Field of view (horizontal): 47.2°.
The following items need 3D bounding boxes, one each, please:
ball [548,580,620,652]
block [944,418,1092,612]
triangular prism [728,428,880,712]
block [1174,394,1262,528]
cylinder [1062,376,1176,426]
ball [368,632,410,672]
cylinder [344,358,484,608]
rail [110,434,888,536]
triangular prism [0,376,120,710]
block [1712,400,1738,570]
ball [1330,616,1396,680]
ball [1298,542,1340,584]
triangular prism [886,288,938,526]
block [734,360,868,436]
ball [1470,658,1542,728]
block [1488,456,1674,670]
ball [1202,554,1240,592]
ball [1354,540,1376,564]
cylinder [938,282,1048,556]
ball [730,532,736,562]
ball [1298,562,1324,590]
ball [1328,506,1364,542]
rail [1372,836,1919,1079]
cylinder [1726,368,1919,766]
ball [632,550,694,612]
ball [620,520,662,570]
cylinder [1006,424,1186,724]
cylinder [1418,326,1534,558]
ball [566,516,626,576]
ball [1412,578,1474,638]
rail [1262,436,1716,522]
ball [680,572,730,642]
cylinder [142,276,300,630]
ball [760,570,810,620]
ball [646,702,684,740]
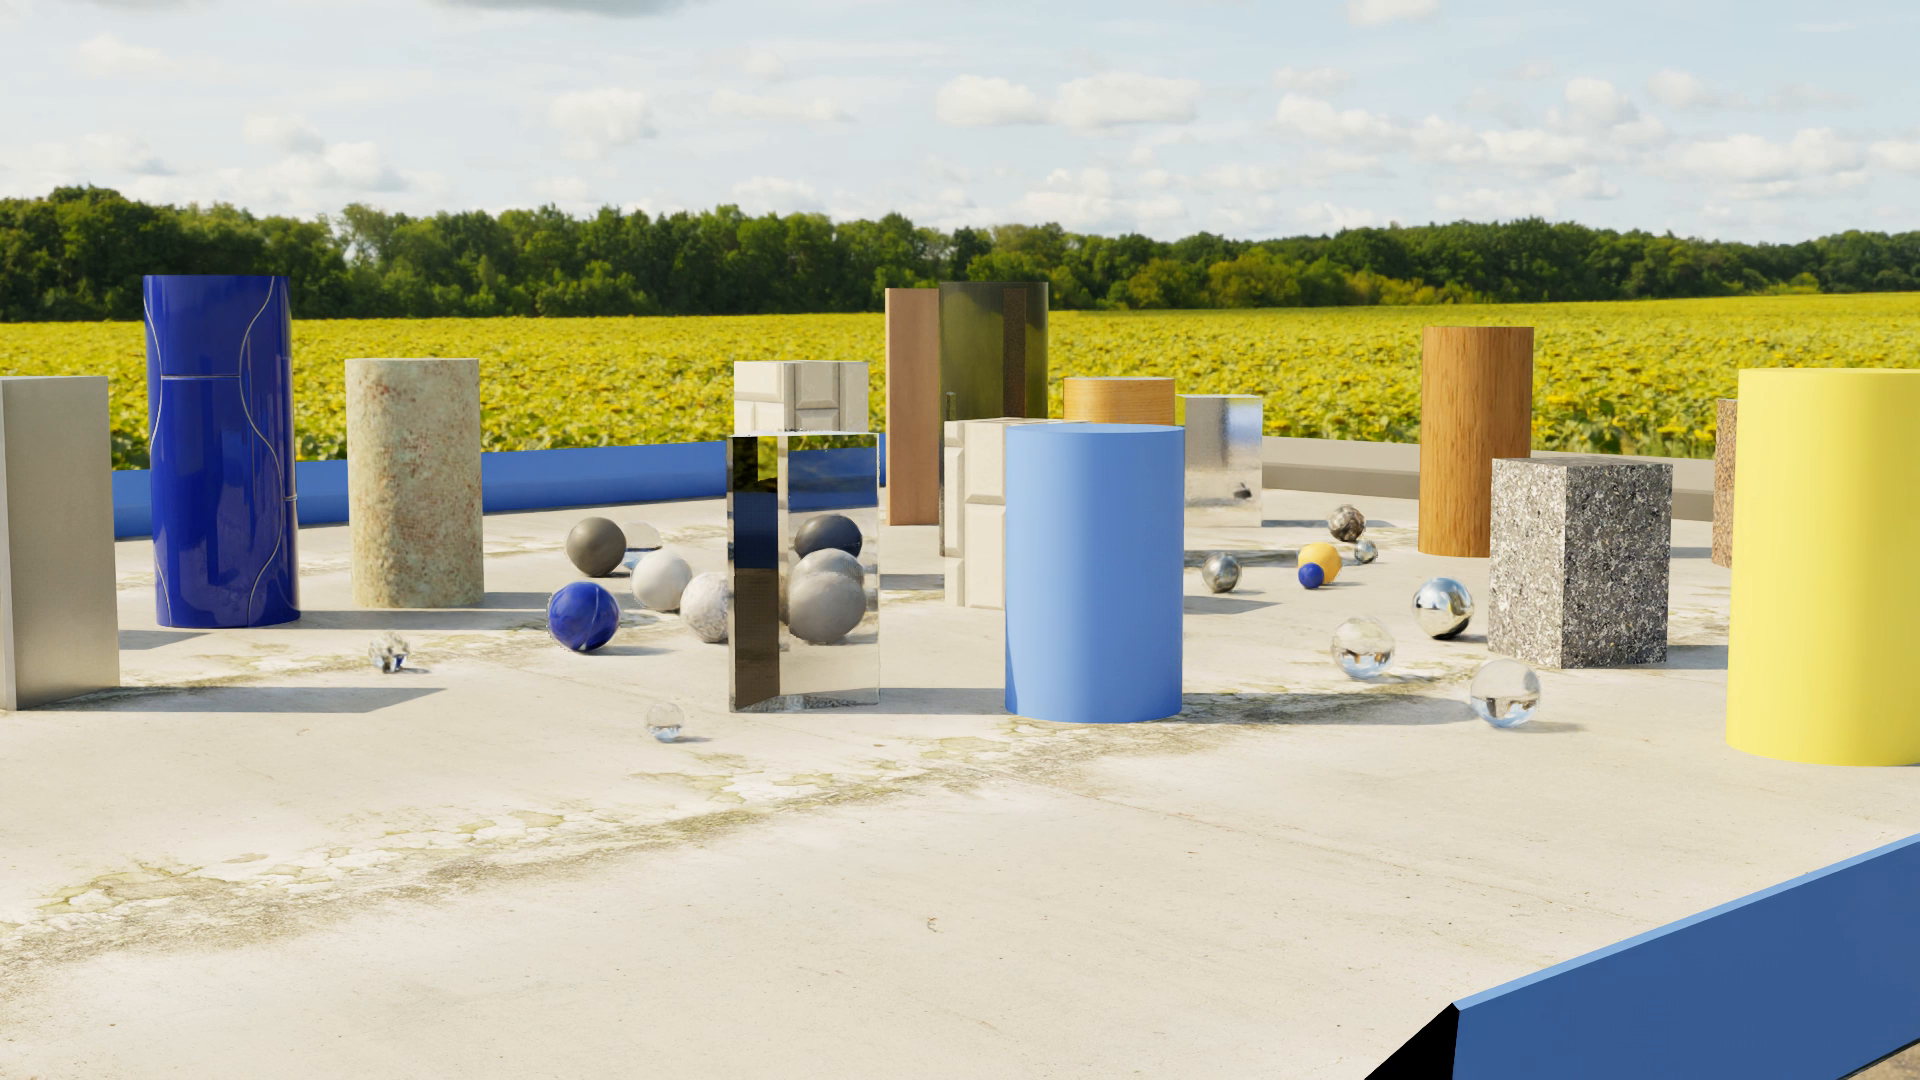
[{"bbox_3d":[-0.493,0.100,2.883,0.093,0.093,0.093,0,6,0],"label":"ball"},{"bbox_3d":[0.089,-0.041,3.342,0.160,0.279,0.160,4,7,36],"label":"block"},{"bbox_3d":[-0.197,0.029,2.527,0.173,0.308,0.150,-2,6,-19],"label":"triangular prism"},{"bbox_3d":[0.540,-0.168,4.614,0.160,0.268,0.160,0,6,-2],"label":"block"},{"bbox_3d":[0.283,-0.126,3.925,0.200,0.326,0.200,0,6,0],"label":"cylinder"},{"bbox_3d":[-0.707,0.139,2.723,0.049,0.049,0.049,0,6,0],"label":"ball"},{"bbox_3d":[-0.838,-0.092,3.382,0.200,0.371,0.200,0,6,0],"label":"cylinder"},{"bbox_3d":[-1.254,-0.107,4.683,4.148,0.130,0.045,-5,8,-42],"label":"rail"},{"bbox_3d":[-1.057,-0.004,2.550,0.150,0.369,0.173,-5,8,-40],"label":"triangular prism"},{"bbox_3d":[1.414,-0.096,3.810,0.160,0.290,0.160,0,6,0],"label":"block"},{"bbox_3d":[0.488,0.131,2.665,0.077,0.077,0.077,0,6,0],"label":"ball"},{"bbox_3d":[0.587,0.037,3.594,0.070,0.070,0.070,0,6,0],"label":"ball"},{"bbox_3d":[-0.098,-0.284,4.653,0.173,0.491,0.150,-2,6,-21],"label":"triangular prism"},{"bbox_3d":[-0.260,-0.112,3.613,0.160,0.362,0.160,-4,7,-35],"label":"block"},{"bbox_3d":[0.585,0.164,2.358,0.074,0.074,0.074,0,6,0],"label":"ball"},{"bbox_3d":[0.797,0.025,2.833,0.160,0.253,0.160,-2,6,-20],"label":"block"},{"bbox_3d":[0.414,0.054,3.484,0.061,0.061,0.061,0,6,0],"label":"ball"},{"bbox_3d":[0.717,0.021,3.894,0.040,0.040,0.040,0,6,0],"label":"ball"},{"bbox_3d":[0.061,-0.220,4.006,0.200,0.497,0.200,0,6,0],"label":"cylinder"},{"bbox_3d":[-0.342,0.012,3.724,0.093,0.093,0.093,0,6,0],"label":"ball"},{"bbox_3d":[0.564,0.057,3.531,0.043,0.043,0.043,0,6,0],"label":"ball"},{"bbox_3d":[0.748,-0.031,4.255,0.070,0.070,0.070,0,6,0],"label":"ball"},{"bbox_3d":[1.254,0.174,1.980,4.148,0.130,0.045,-5,8,-42],"label":"rail"},{"bbox_3d":[0.891,0.021,2.236,0.200,0.385,0.200,0,6,0],"label":"cylinder"},{"bbox_3d":[-0.442,0.061,3.271,0.091,0.091,0.091,0,6,0],"label":"ball"},{"bbox_3d":[-0.556,0.010,3.788,0.085,0.085,0.085,0,6,0],"label":"ball"},{"bbox_3d":[0.150,0.032,2.464,0.200,0.315,0.200,0,6,0],"label":"cylinder"},{"bbox_3d":[0.951,-0.185,4.058,0.200,0.416,0.200,0,6,0],"label":"cylinder"},{"bbox_3d":[-0.614,0.010,3.716,0.100,0.100,0.100,0,6,0],"label":"ball"},{"bbox_3d":[0.658,0.093,2.997,0.084,0.084,0.084,0,6,0],"label":"ball"},{"bbox_3d":[1.507,-0.110,4.715,0.045,0.130,3.745,-5,8,-42],"label":"rail"},{"bbox_3d":[-0.331,0.090,2.974,0.095,0.095,0.095,0,6,0],"label":"ball"},{"bbox_3d":[-1.060,-0.131,3.163,0.200,0.494,0.200,0,6,0],"label":"cylinder"},{"bbox_3d":[-0.253,0.079,3.177,0.074,0.074,0.074,0,6,0],"label":"ball"},{"bbox_3d":[-0.307,0.188,2.287,0.041,0.041,0.041,0,6,0],"label":"ball"}]
